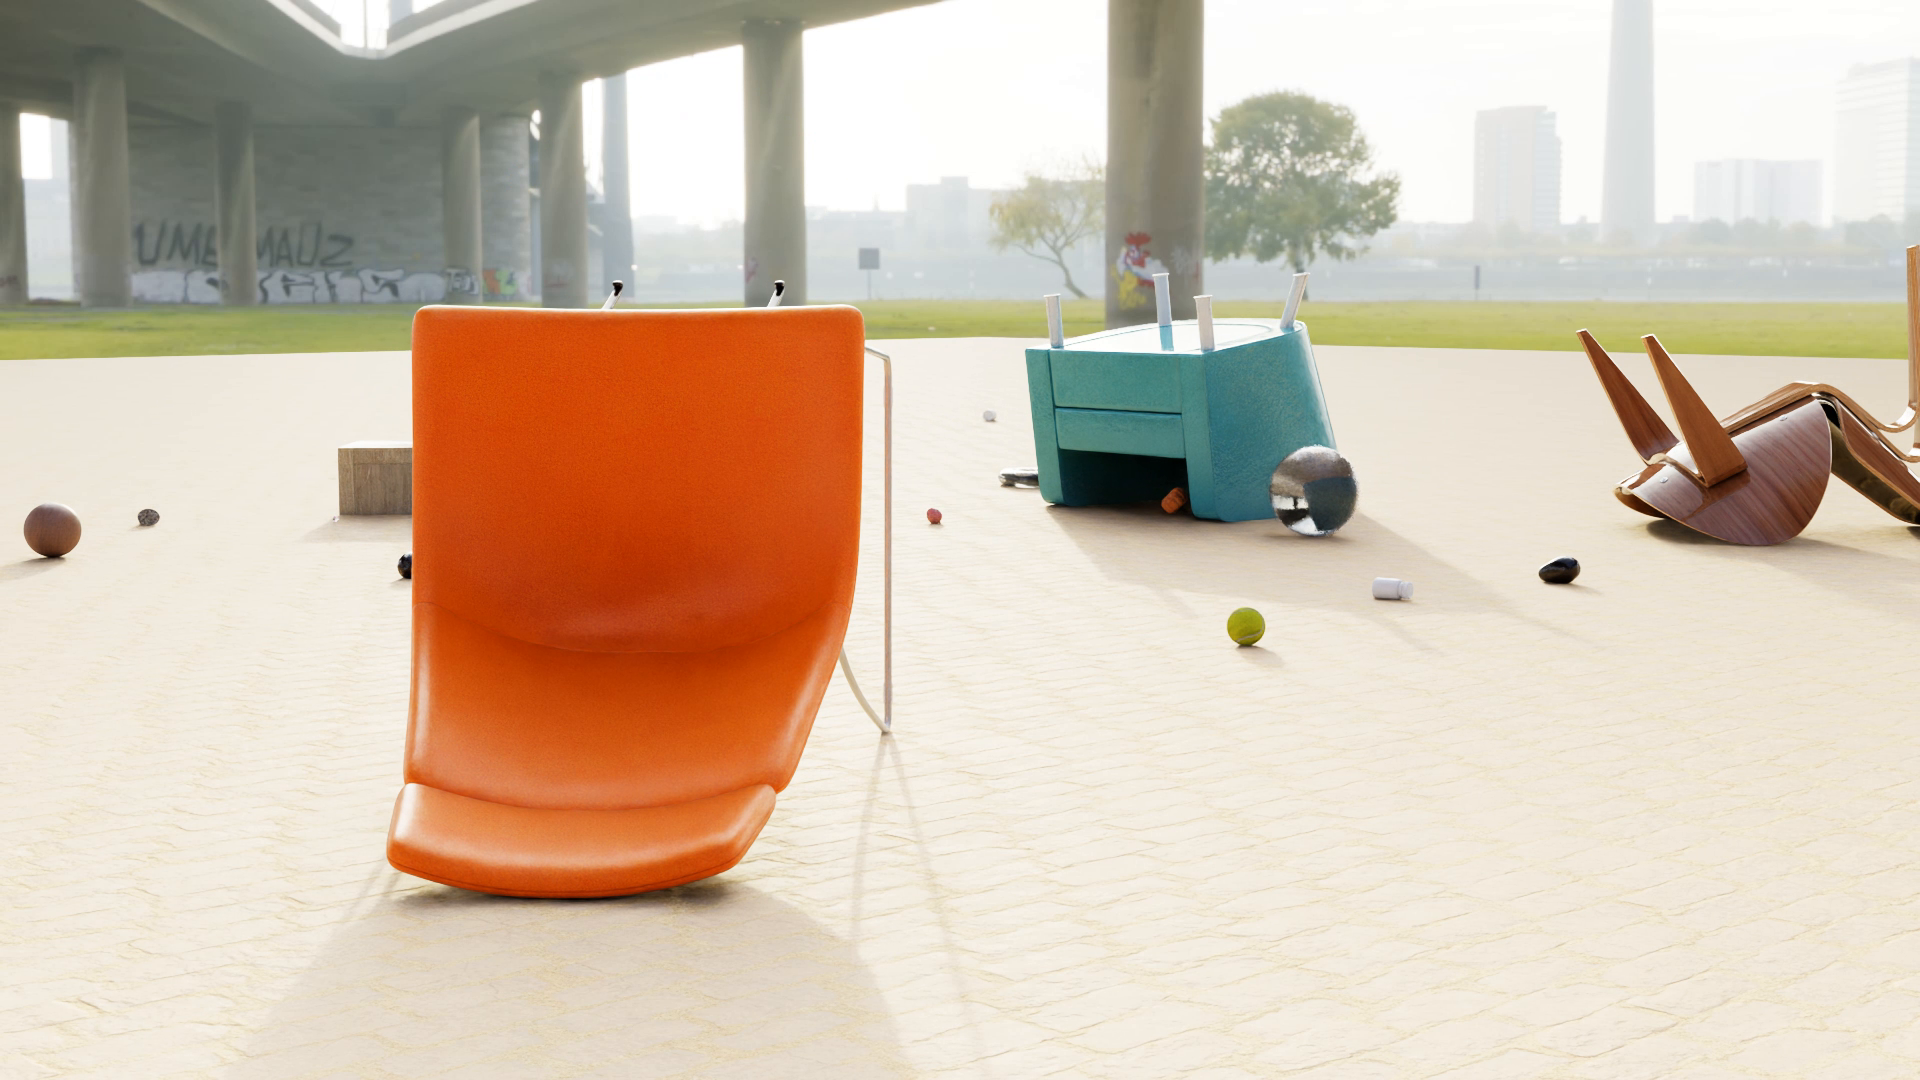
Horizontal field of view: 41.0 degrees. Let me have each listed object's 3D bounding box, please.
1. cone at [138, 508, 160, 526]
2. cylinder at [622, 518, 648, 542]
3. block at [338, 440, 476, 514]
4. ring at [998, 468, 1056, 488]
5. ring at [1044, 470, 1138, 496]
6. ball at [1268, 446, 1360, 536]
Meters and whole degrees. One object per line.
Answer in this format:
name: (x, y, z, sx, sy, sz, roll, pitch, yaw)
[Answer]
cone: (-2.165, -0.052, 6.808, 0.062, 0.047, 0.063, -8, -11, -40)
cylinder: (-0.812, -0.025, 6.398, 0.049, 0.057, 0.087, 43, 6, -3)
block: (-1.557, -0.178, 7.237, 0.329, 0.186, 0.313, 0, 6, -3)
ring: (0.218, -0.197, 8.074, 0.181, 0.052, 0.276, -3, 6, -21)
ring: (0.400, -0.174, 7.822, 0.272, 0.059, 0.347, -2, 6, -22)
ball: (0.897, -0.124, 6.494, 0.229, 0.229, 0.229, 0, 6, 0)
